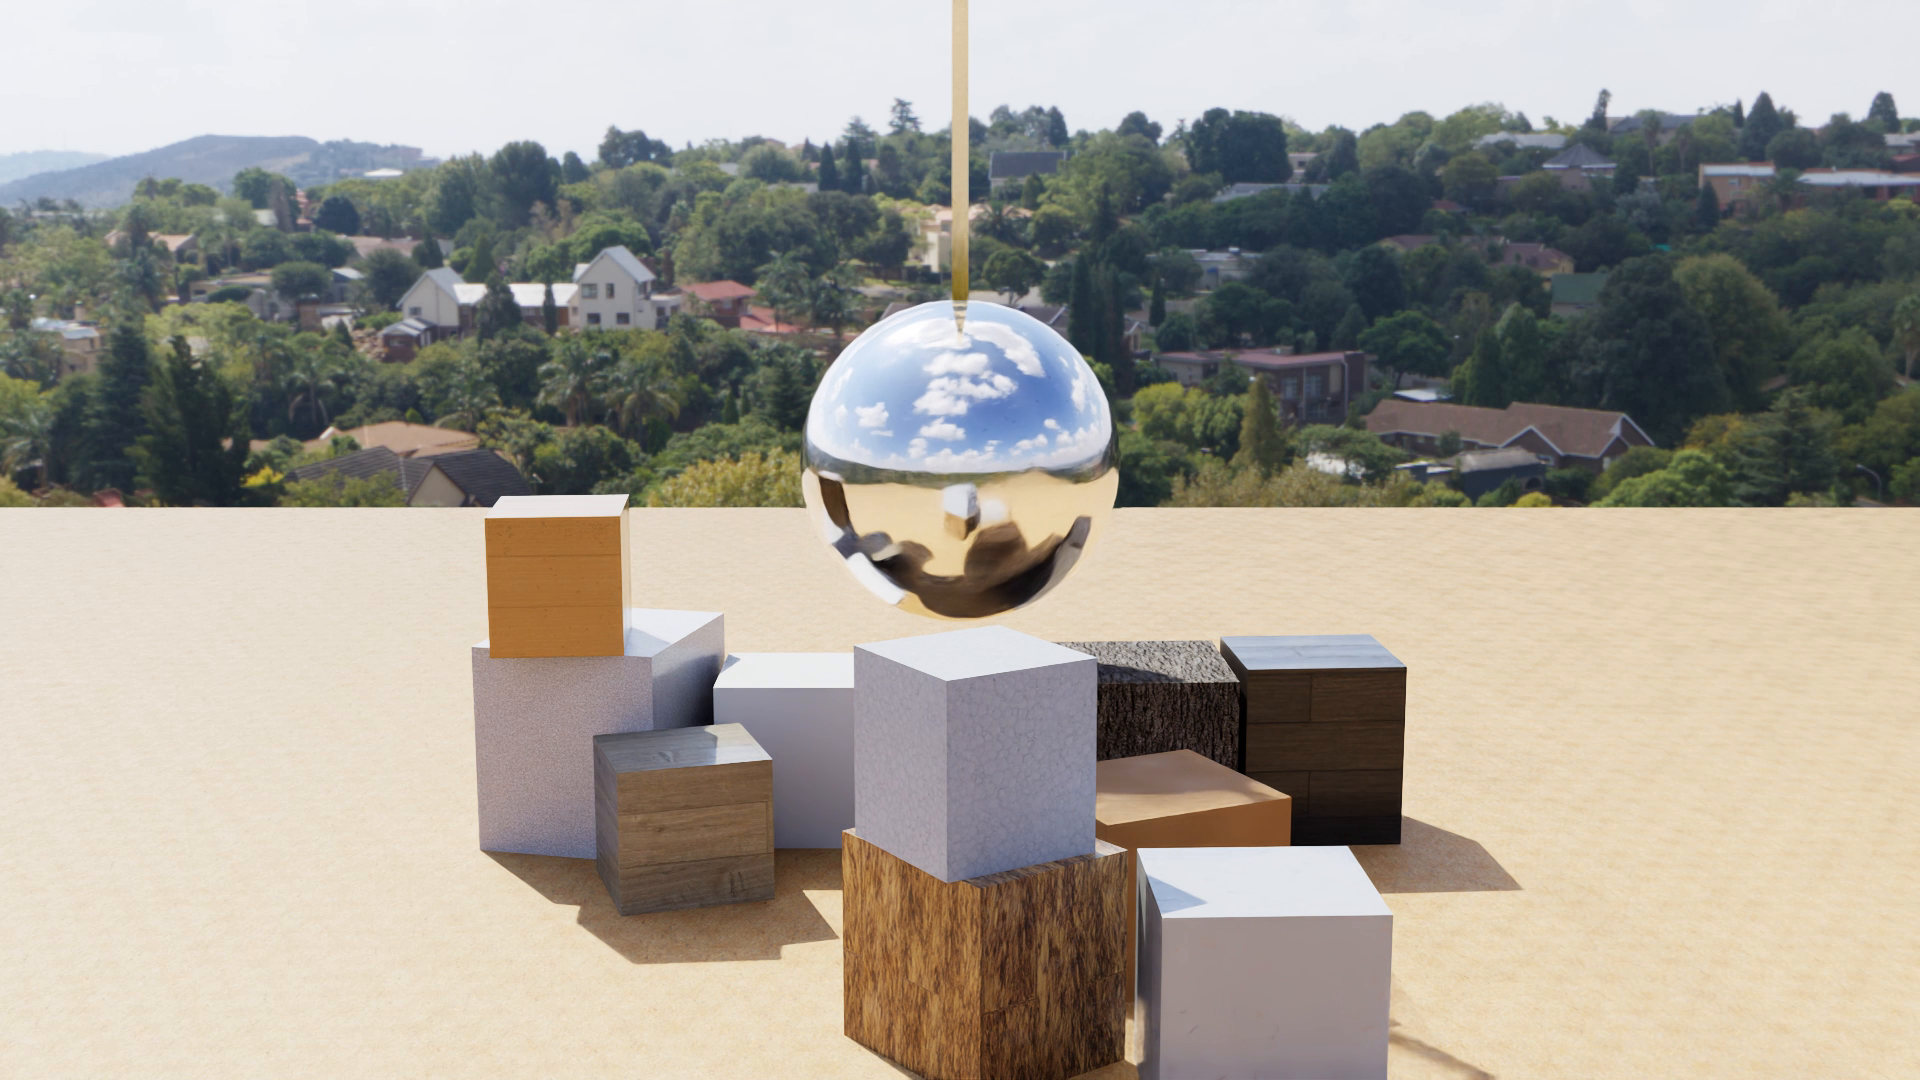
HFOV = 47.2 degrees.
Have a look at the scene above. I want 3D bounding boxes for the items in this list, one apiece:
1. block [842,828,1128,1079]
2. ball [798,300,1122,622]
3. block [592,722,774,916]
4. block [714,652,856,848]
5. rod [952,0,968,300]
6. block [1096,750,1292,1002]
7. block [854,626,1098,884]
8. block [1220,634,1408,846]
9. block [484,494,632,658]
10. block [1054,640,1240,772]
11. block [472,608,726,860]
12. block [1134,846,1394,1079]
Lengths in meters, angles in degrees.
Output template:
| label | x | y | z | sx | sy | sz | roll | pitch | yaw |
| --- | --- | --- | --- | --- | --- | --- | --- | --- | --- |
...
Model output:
| label | x | y | z | sx | sy | sz | roll | pitch | yaw |
| --- | --- | --- | --- | --- | --- | --- | --- | --- | --- |
| block | 0.088 | 1.573 | 8.552 | 0.718 | 0.845 | 0.867 | -8 | 13 | -37 |
| ball | 0.000 | -0.394 | 10.947 | 1.600 | 1.600 | 1.600 | 0 | 10 | 0 |
| block | -1.318 | 1.312 | 10.445 | 0.721 | 0.681 | 0.682 | -3 | 11 | -18 |
| block | -0.847 | 1.073 | 11.342 | 0.751 | 0.831 | 0.753 | 0 | 10 | 0 |
| rod | 0.000 | -3.754 | 10.428 | 0.080 | 5.200 | 0.080 | 0 | 9 | 0 |
| block | 0.817 | 1.433 | 9.515 | 0.889 | 0.775 | 0.828 | -5 | 11 | -25 |
| block | 0.053 | 0.792 | 8.370 | 0.664 | 0.756 | 0.671 | -6 | 12 | -32 |
| block | 1.800 | 1.023 | 11.365 | 0.802 | 0.921 | 0.740 | -1 | 10 | -4 |
| block | -1.972 | 0.170 | 10.874 | 0.639 | 0.686 | 0.654 | -1 | 10 | -5 |
| block | 0.873 | 1.051 | 11.338 | 0.973 | 0.875 | 0.921 | 0 | 10 | -2 |
| block | -1.827 | 0.969 | 11.317 | 0.945 | 1.045 | 1.042 | 2 | 11 | 13 |
| block | 1.091 | 1.656 | 8.088 | 0.806 | 0.847 | 0.760 | 0 | 10 | -2 |
